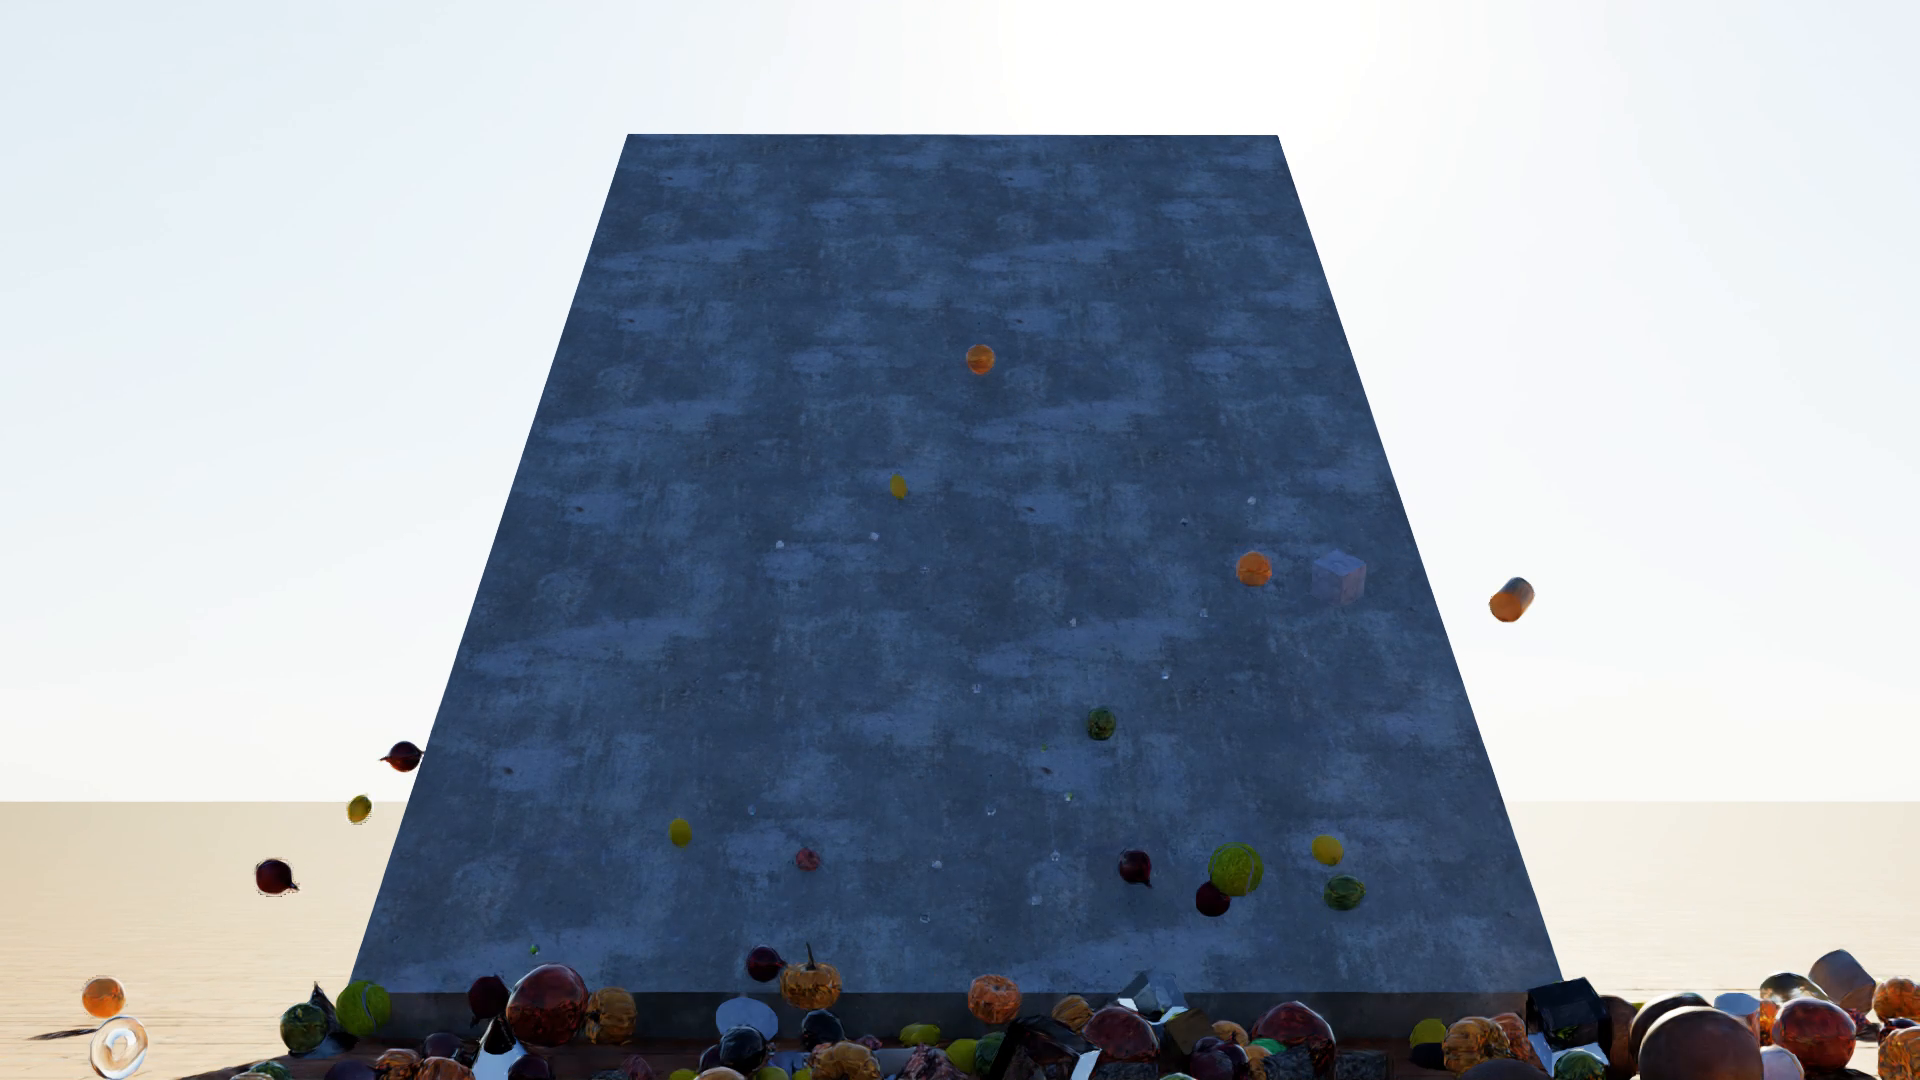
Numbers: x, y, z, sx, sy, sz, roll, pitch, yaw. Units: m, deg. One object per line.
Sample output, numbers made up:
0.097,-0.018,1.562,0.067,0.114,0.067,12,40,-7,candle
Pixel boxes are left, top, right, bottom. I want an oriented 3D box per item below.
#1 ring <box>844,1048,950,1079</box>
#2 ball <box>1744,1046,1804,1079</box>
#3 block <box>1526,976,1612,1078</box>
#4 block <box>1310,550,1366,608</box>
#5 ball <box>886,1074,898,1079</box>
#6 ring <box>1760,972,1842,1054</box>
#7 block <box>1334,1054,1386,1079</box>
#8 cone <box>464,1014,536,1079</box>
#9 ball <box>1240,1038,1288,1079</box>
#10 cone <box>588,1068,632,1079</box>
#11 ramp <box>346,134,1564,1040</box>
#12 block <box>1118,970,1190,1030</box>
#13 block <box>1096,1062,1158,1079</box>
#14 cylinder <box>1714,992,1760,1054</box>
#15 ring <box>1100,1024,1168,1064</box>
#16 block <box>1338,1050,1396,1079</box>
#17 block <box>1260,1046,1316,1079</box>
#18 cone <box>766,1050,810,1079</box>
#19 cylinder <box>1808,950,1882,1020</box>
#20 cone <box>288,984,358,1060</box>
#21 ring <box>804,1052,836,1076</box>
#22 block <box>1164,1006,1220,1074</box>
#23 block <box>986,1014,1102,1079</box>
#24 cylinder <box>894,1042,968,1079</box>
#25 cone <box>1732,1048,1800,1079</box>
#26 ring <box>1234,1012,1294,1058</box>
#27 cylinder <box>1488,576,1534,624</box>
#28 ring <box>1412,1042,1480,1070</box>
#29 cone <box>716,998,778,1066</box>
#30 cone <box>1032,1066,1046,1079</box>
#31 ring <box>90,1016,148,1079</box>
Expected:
-0.086,0.722,3.297,0.148,0.049,0.148,-4,-14,-1,ring
1.064,0.700,3.156,0.075,0.075,0.075,0,-6,0,ball
0.798,0.638,3.164,0.082,0.082,0.082,-11,31,-6,block
0.787,0.081,5.020,0.079,0.079,0.079,-25,39,-37,block
-0.077,0.699,3.043,0.052,0.052,0.052,0,-6,0,ball
1.278,0.718,3.671,0.046,0.139,0.139,-32,6,-21,ring
0.531,0.714,3.201,0.055,0.055,0.055,-3,-7,24,block
-0.625,0.681,3.268,0.098,0.098,0.098,2,26,-1,cone
0.414,0.710,3.264,0.072,0.072,0.072,0,-6,0,ball
-0.432,0.686,2.911,0.073,0.073,0.073,-1,10,10,cone
-0.013,-0.211,5.706,2.000,0.100,4.000,0,30,0,ramp
0.296,0.708,3.689,0.065,0.065,0.065,17,-58,-38,block
0.209,0.691,3.021,0.064,0.064,0.064,-2,-6,16,block
1.127,0.700,3.500,0.063,0.063,0.063,-7,20,2,cylinder
0.266,0.756,3.617,0.120,0.040,0.120,-15,-12,-3,ring
0.552,0.722,3.271,0.055,0.055,0.055,2,-6,-20,block
0.415,0.675,3.019,0.056,0.056,0.056,-18,6,0,block
-0.229,0.738,3.289,0.060,0.060,0.060,2,27,-17,cone
1.585,0.797,4.322,0.090,0.090,0.090,3,32,-23,cylinder
-0.923,0.684,3.481,0.098,0.098,0.098,-12,-28,-7,cone
-0.222,0.758,3.487,0.085,0.028,0.085,1,-7,0,ring
0.334,0.721,3.480,0.058,0.058,0.058,-23,-35,-15,block
0.103,0.662,3.024,0.092,0.092,0.092,26,6,25,block
-0.039,0.658,2.926,0.071,0.071,0.071,35,-4,5,cylinder
0.914,0.645,2.813,0.094,0.094,0.094,-3,-4,-22,cone
0.462,0.753,3.660,0.105,0.035,0.105,-34,0,0,ring
1.174,0.127,5.133,0.074,0.074,0.074,-5,23,38,cylinder
0.720,0.765,3.577,0.100,0.033,0.100,1,-6,0,ring
-0.322,0.743,3.564,0.094,0.094,0.094,10,34,-7,cone
0.094,0.672,2.925,0.074,0.074,0.074,4,-3,0,cone
-1.176,0.710,3.372,0.030,0.091,0.091,3,-4,32,ring
